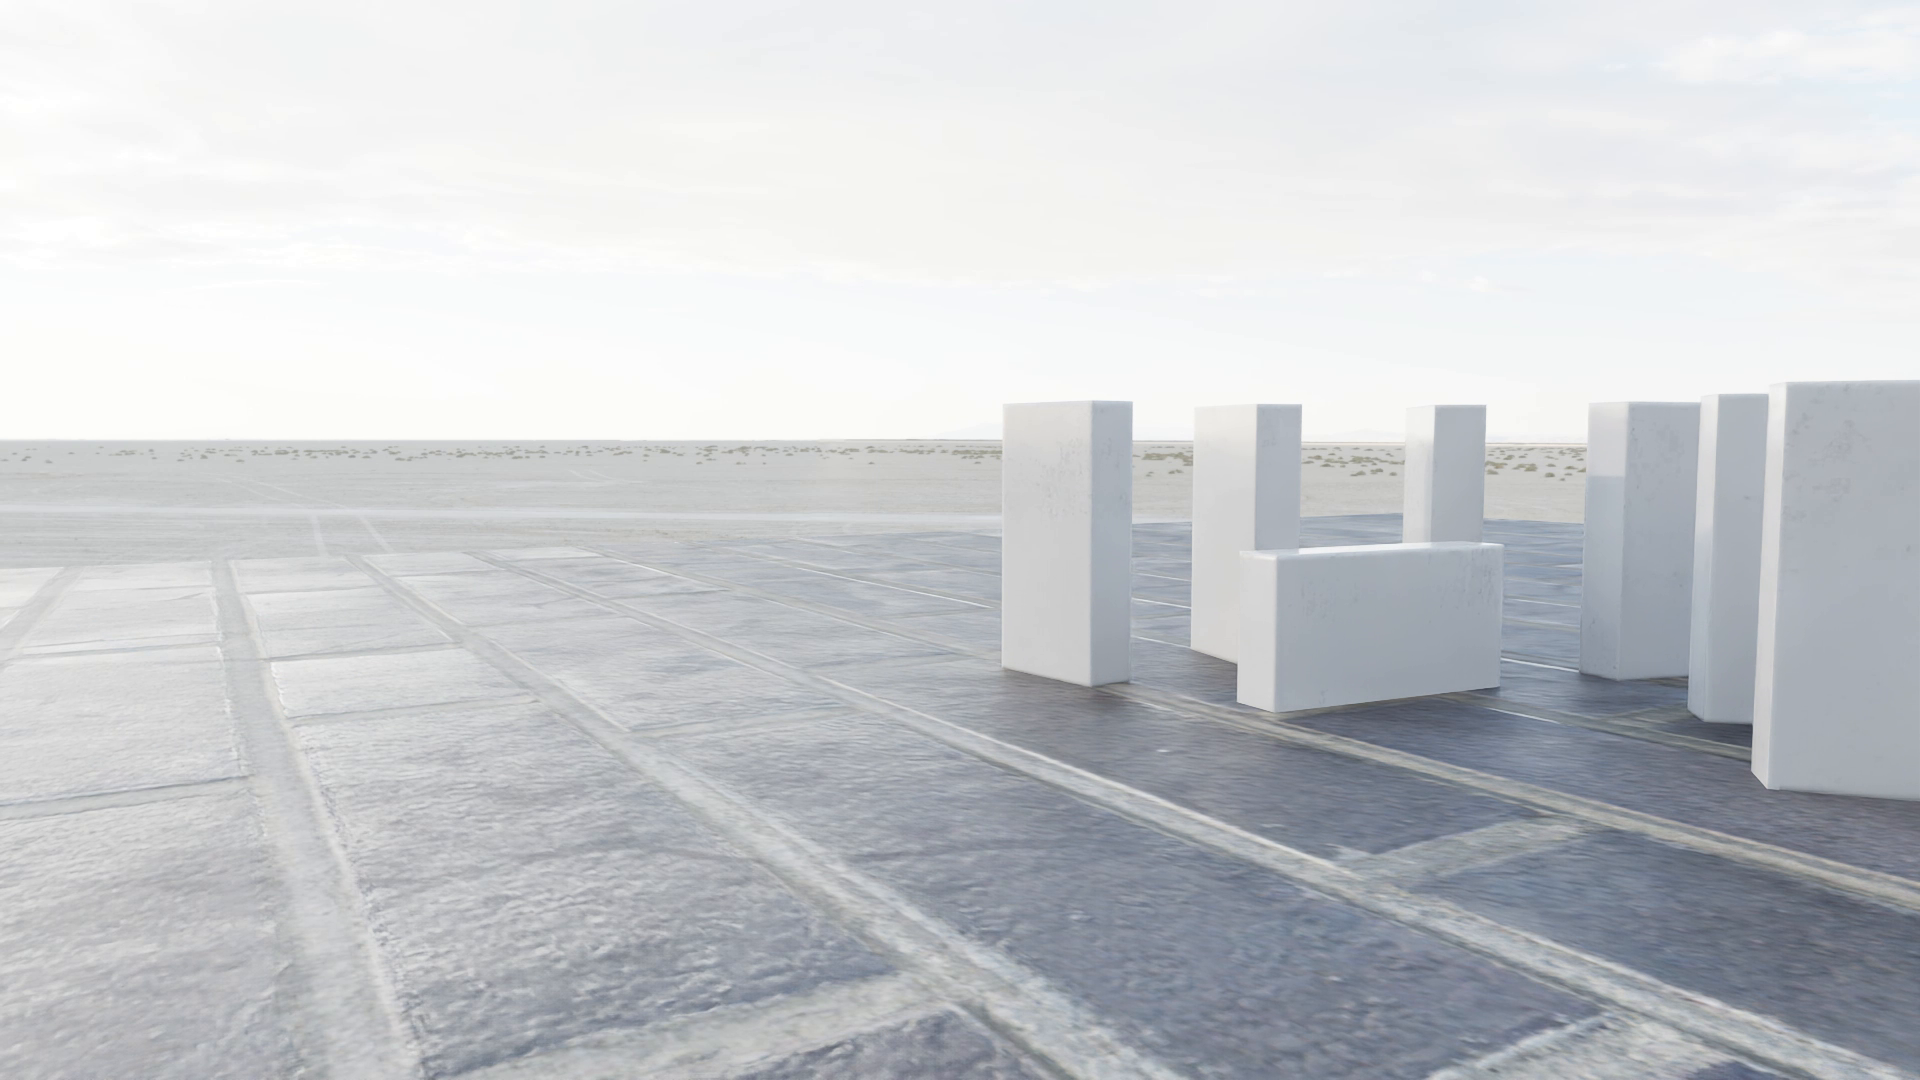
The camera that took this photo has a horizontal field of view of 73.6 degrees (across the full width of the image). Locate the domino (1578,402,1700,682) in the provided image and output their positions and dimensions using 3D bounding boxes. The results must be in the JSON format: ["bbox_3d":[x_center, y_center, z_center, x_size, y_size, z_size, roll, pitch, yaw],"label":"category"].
[{"bbox_3d":[0.129,0.000,0.236,0.025,0.050,0.010,-1,4,-17],"label":"domino"}]

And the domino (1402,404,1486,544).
[{"bbox_3d":[0.097,-0.002,0.259,0.010,0.050,0.025,1,4,7],"label":"domino"}]

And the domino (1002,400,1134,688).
[{"bbox_3d":[0.019,0.000,0.235,0.010,0.050,0.025,-3,5,-37],"label":"domino"}]

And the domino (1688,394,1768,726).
[{"bbox_3d":[0.127,0.003,0.195,0.025,0.050,0.010,1,4,16],"label":"domino"}]

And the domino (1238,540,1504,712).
[{"bbox_3d":[0.070,0.014,0.218,0.050,0.025,0.009,-2,5,-26],"label":"domino"}]

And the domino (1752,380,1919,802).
[{"bbox_3d":[0.113,0.006,0.156,0.025,0.050,0.009,2,5,21],"label":"domino"}]

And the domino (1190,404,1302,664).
[{"bbox_3d":[0.056,-0.001,0.254,0.010,0.050,0.025,-1,4,-17],"label":"domino"}]
